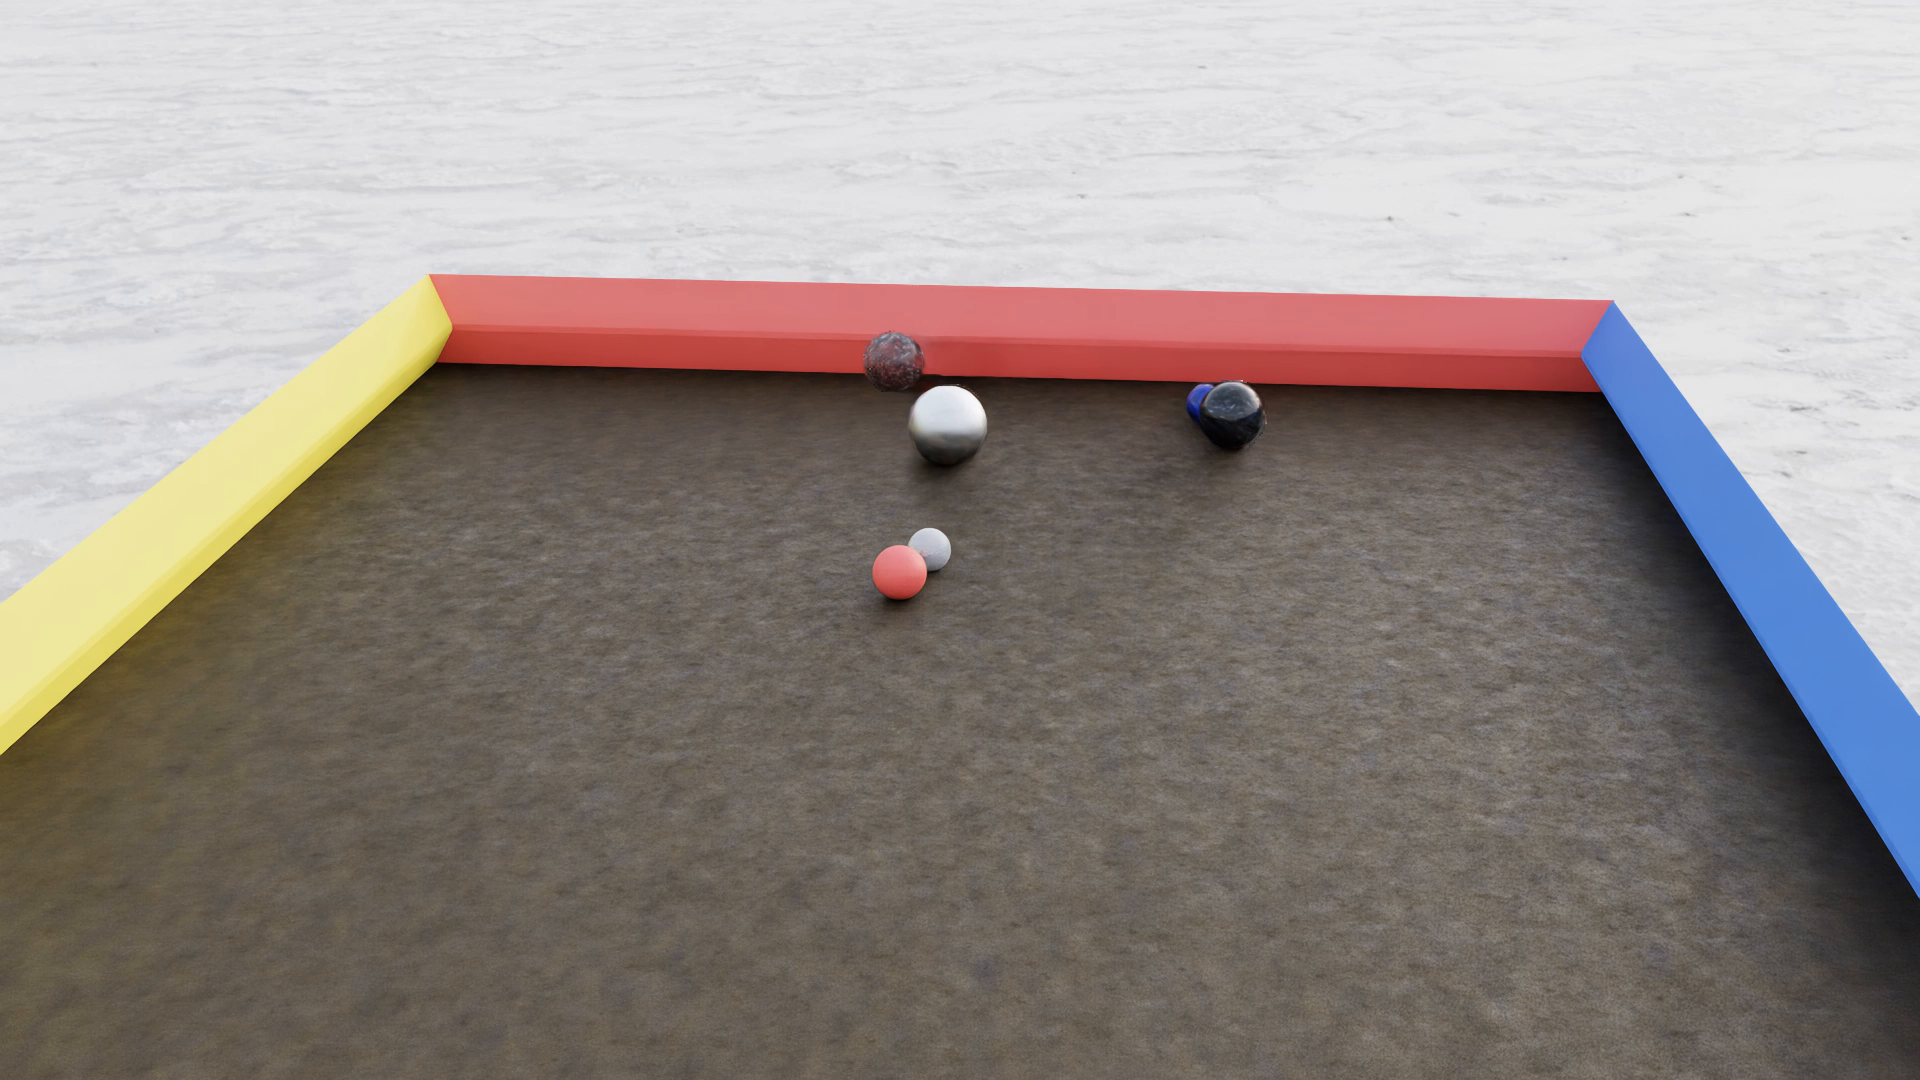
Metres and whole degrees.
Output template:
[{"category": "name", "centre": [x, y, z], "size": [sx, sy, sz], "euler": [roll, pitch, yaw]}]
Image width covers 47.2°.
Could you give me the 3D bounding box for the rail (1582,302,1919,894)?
[{"category": "rail", "centre": [0.742, 0.262, 1.652], "size": [0.045, 0.130, 2.993], "euler": [2, 21, 5]}]

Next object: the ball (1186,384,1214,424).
[{"category": "ball", "centre": [0.327, -0.180, 2.918], "size": [0.055, 0.055, 0.055], "euler": [0, 21, 0]}]

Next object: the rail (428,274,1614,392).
[{"category": "rail", "centre": [0.064, -0.287, 3.090], "size": [1.670, 0.130, 0.045], "euler": [2, 21, 5]}]

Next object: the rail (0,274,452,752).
[{"category": "rail", "centre": [-0.875, 0.211, 1.787], "size": [0.045, 0.130, 2.993], "euler": [2, 21, 5]}]

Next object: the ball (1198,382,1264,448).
[{"category": "ball", "centre": [0.349, -0.161, 2.826], "size": [0.085, 0.085, 0.085], "euler": [0, 21, 0]}]

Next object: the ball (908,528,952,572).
[{"category": "ball", "centre": [-0.034, 0.011, 2.428], "size": [0.048, 0.048, 0.048], "euler": [0, 21, 0]}]

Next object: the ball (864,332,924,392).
[{"category": "ball", "centre": [-0.091, -0.248, 3.057], "size": [0.083, 0.083, 0.083], "euler": [0, 21, 0]}]

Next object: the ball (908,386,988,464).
[{"category": "ball", "centre": [-0.016, -0.144, 2.763], "size": [0.100, 0.100, 0.100], "euler": [0, 21, 0]}]

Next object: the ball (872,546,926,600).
[{"category": "ball", "centre": [-0.065, 0.035, 2.351], "size": [0.059, 0.059, 0.059], "euler": [0, 21, 0]}]
